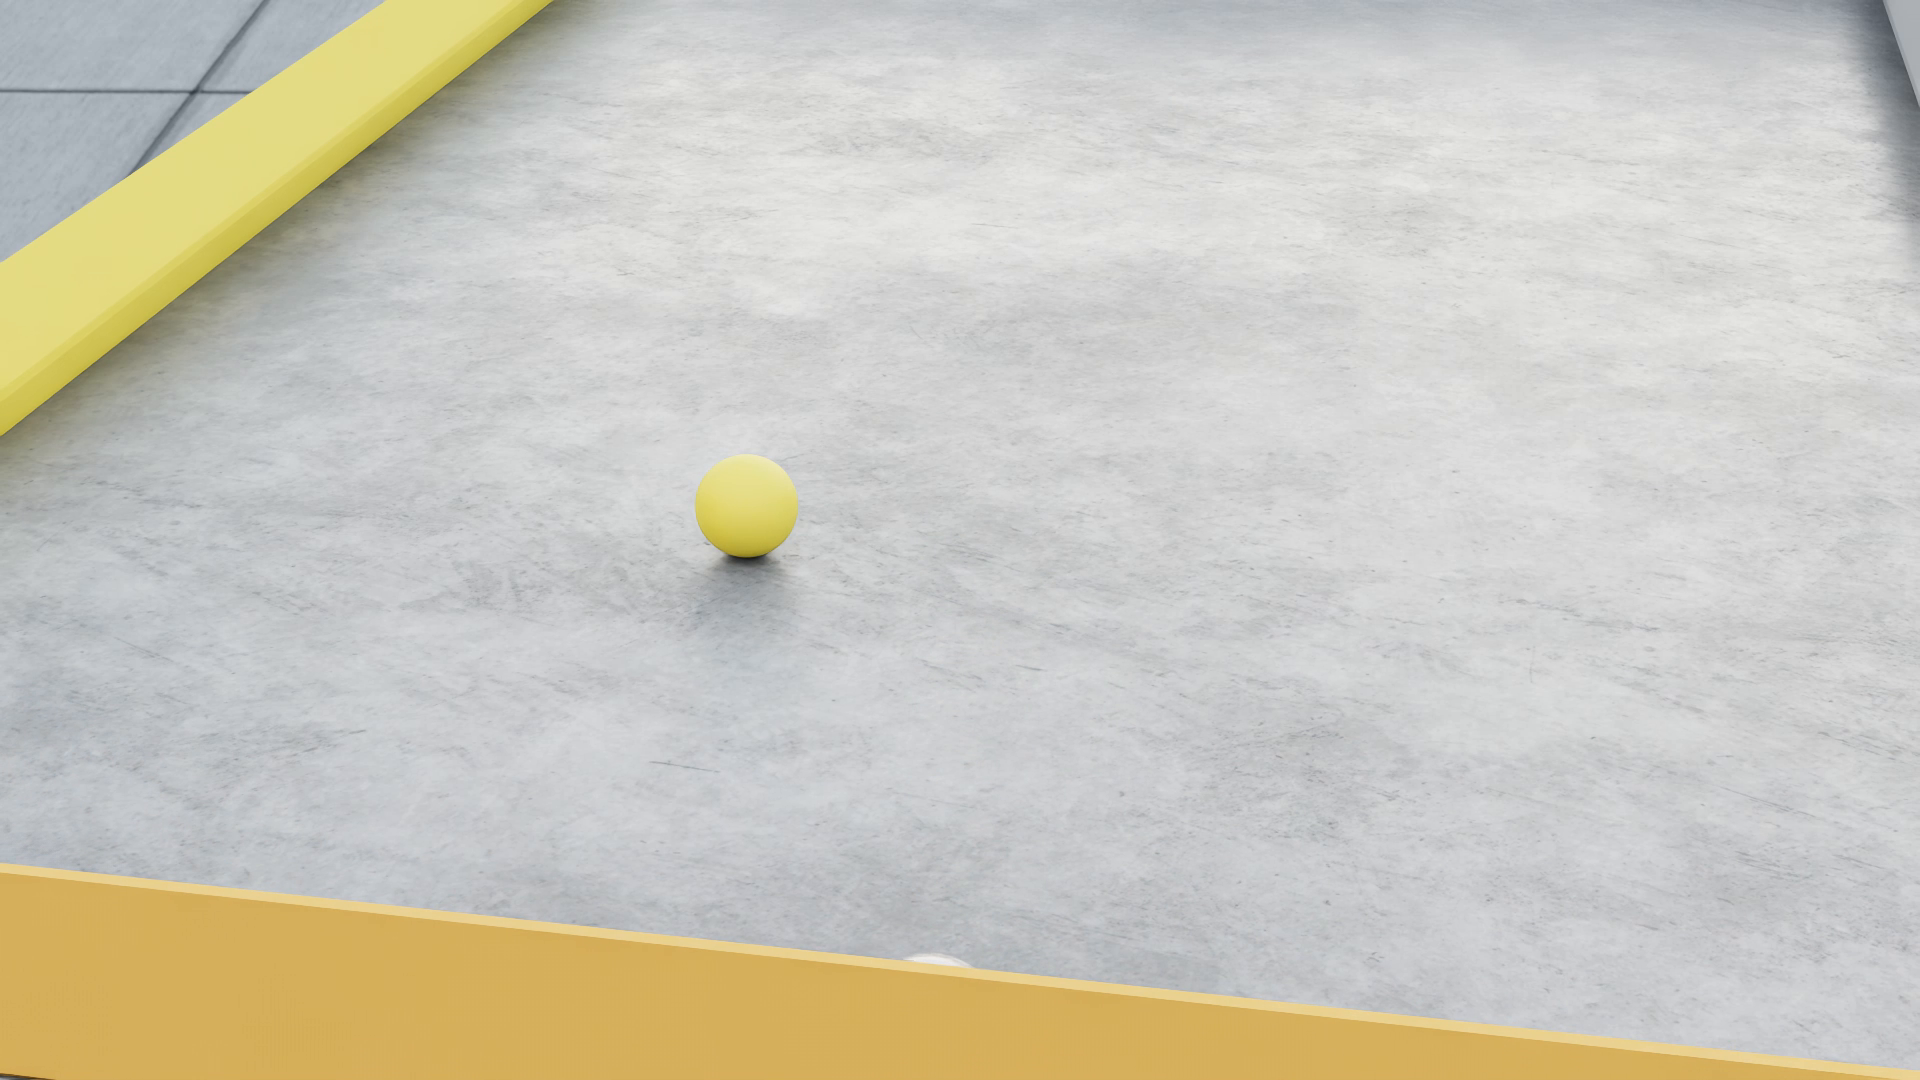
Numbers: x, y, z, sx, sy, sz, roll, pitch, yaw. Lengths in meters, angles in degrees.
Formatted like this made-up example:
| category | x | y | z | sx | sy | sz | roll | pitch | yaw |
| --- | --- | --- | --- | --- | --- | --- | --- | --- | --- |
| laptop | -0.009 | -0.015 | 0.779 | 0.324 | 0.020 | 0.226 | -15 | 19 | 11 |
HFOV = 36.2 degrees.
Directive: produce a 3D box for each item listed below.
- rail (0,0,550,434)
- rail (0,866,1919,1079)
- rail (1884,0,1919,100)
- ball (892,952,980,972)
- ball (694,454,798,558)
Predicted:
| category | x | y | z | sx | sy | sz | roll | pitch | yaw |
| --- | --- | --- | --- | --- | --- | --- | --- | --- | --- |
| rail | -0.591 | -0.344 | 2.609 | 0.045 | 0.121 | 2.529 | 5 | 25 | 10 |
| rail | -0.117 | 0.228 | 1.377 | 1.501 | 0.121 | 0.045 | 5 | 25 | 10 |
| rail | 0.835 | -0.226 | 2.355 | 0.045 | 0.121 | 2.529 | 5 | 25 | 10 |
| ball | -0.015 | 0.236 | 1.418 | 0.074 | 0.074 | 0.074 | 0 | 25 | 0 |
| ball | -0.144 | -0.023 | 1.981 | 0.070 | 0.070 | 0.070 | 0 | 25 | 0 |
